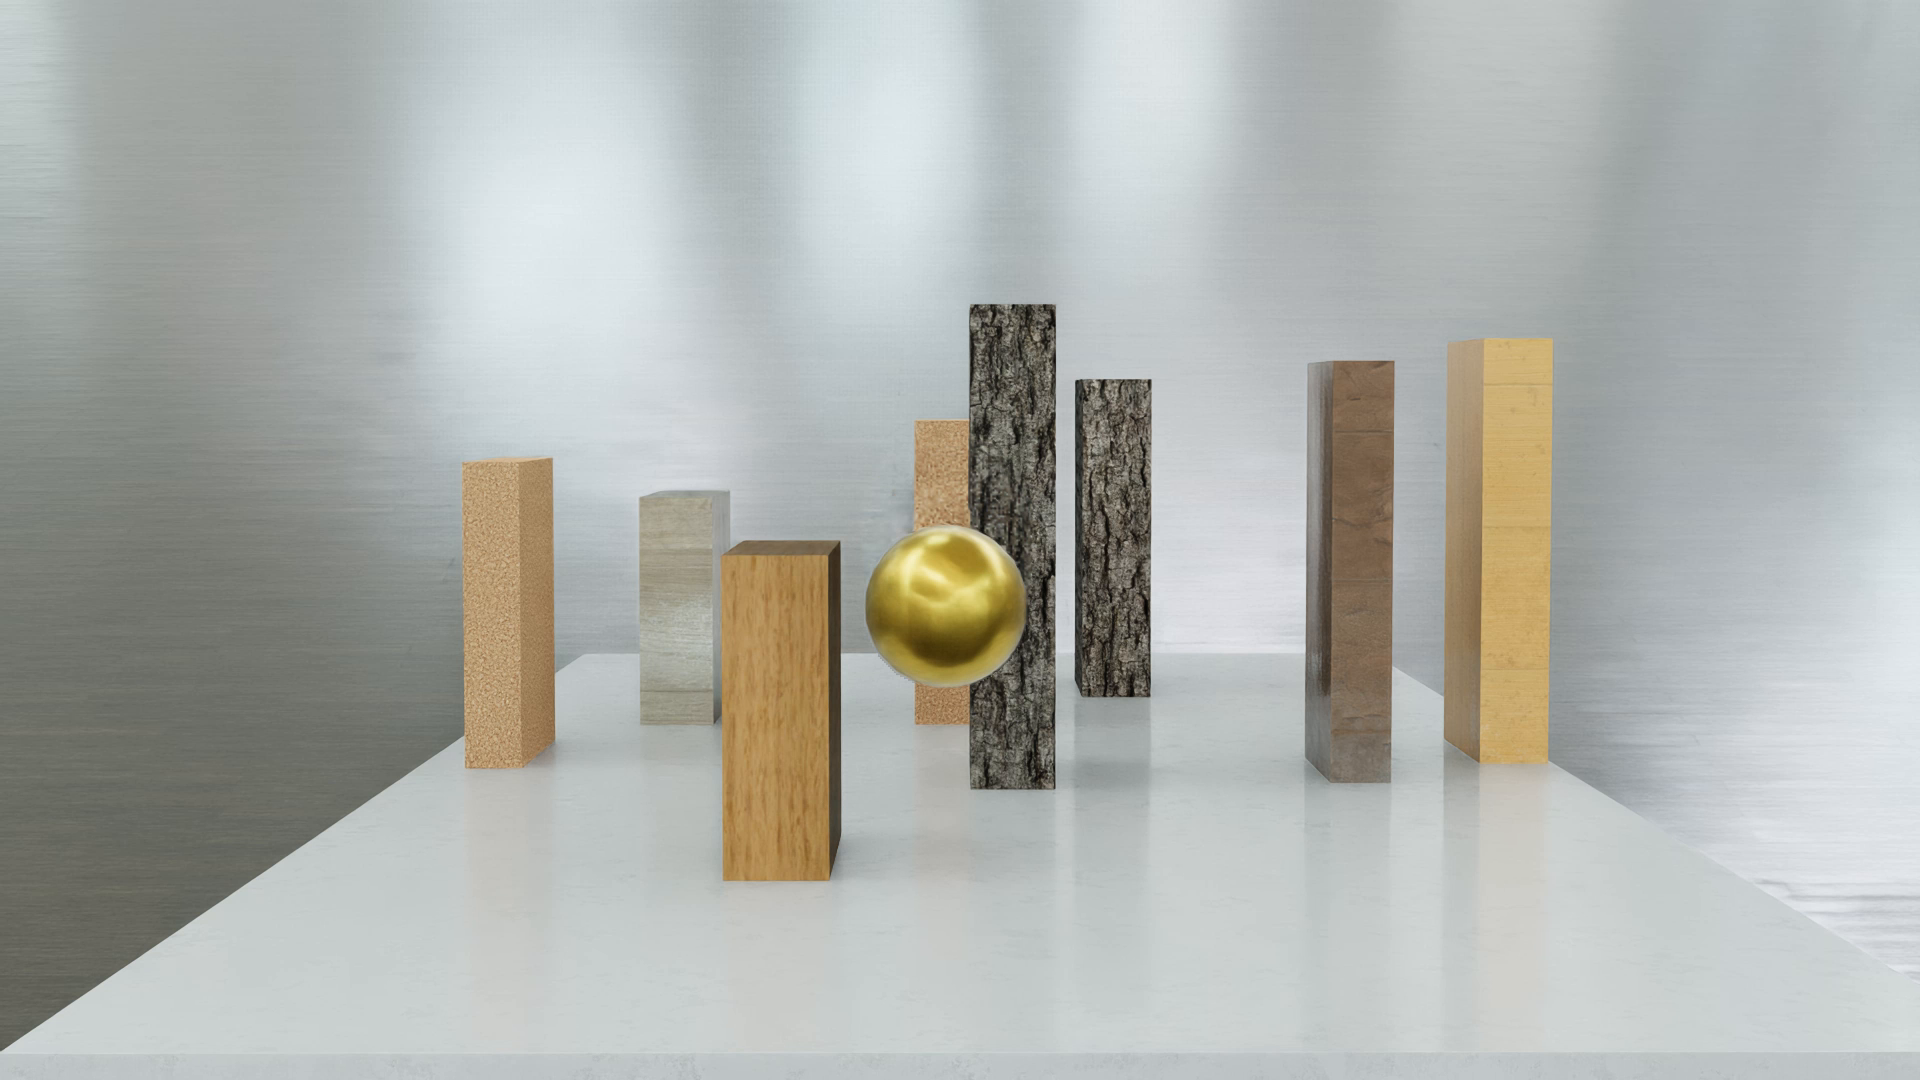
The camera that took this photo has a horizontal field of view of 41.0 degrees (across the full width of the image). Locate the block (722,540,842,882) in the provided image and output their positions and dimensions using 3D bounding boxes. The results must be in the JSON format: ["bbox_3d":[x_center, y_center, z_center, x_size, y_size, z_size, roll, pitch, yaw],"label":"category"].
[{"bbox_3d":[-0.246,0.228,3.610,0.142,0.436,0.372,0,3,0],"label":"block"}]

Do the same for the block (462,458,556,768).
[{"bbox_3d":[-0.816,0.122,4.664,0.099,0.535,0.379,0,3,0],"label":"block"}]

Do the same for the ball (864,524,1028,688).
[{"bbox_3d":[-0.014,0.066,2.570,0.163,0.163,0.163,0,21,0],"label":"ball"}]

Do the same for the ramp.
[{"bbox_3d":[0.049,0.446,4.532,2.000,0.100,4.000,0,3,0],"label":"ramp"}]

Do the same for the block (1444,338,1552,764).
[{"bbox_3d":[0.979,0.012,4.692,0.121,0.749,0.336,0,3,0],"label":"block"}]

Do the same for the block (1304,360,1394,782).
[{"bbox_3d":[0.672,0.046,4.452,0.102,0.707,0.316,0,3,0],"label":"block"}]

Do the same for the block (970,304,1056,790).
[{"bbox_3d":[0.087,0.004,4.385,0.140,0.798,0.328,0,3,0],"label":"block"}]

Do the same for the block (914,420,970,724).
[{"bbox_3d":[-0.015,0.057,5.239,0.149,0.602,0.319,0,3,0],"label":"block"}]

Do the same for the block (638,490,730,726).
[{"bbox_3d":[-0.561,0.131,5.275,0.145,0.451,0.406,0,3,0],"label":"block"}]

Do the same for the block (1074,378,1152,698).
[{"bbox_3d":[0.338,-0.013,5.722,0.148,0.687,0.361,0,3,0],"label":"block"}]
